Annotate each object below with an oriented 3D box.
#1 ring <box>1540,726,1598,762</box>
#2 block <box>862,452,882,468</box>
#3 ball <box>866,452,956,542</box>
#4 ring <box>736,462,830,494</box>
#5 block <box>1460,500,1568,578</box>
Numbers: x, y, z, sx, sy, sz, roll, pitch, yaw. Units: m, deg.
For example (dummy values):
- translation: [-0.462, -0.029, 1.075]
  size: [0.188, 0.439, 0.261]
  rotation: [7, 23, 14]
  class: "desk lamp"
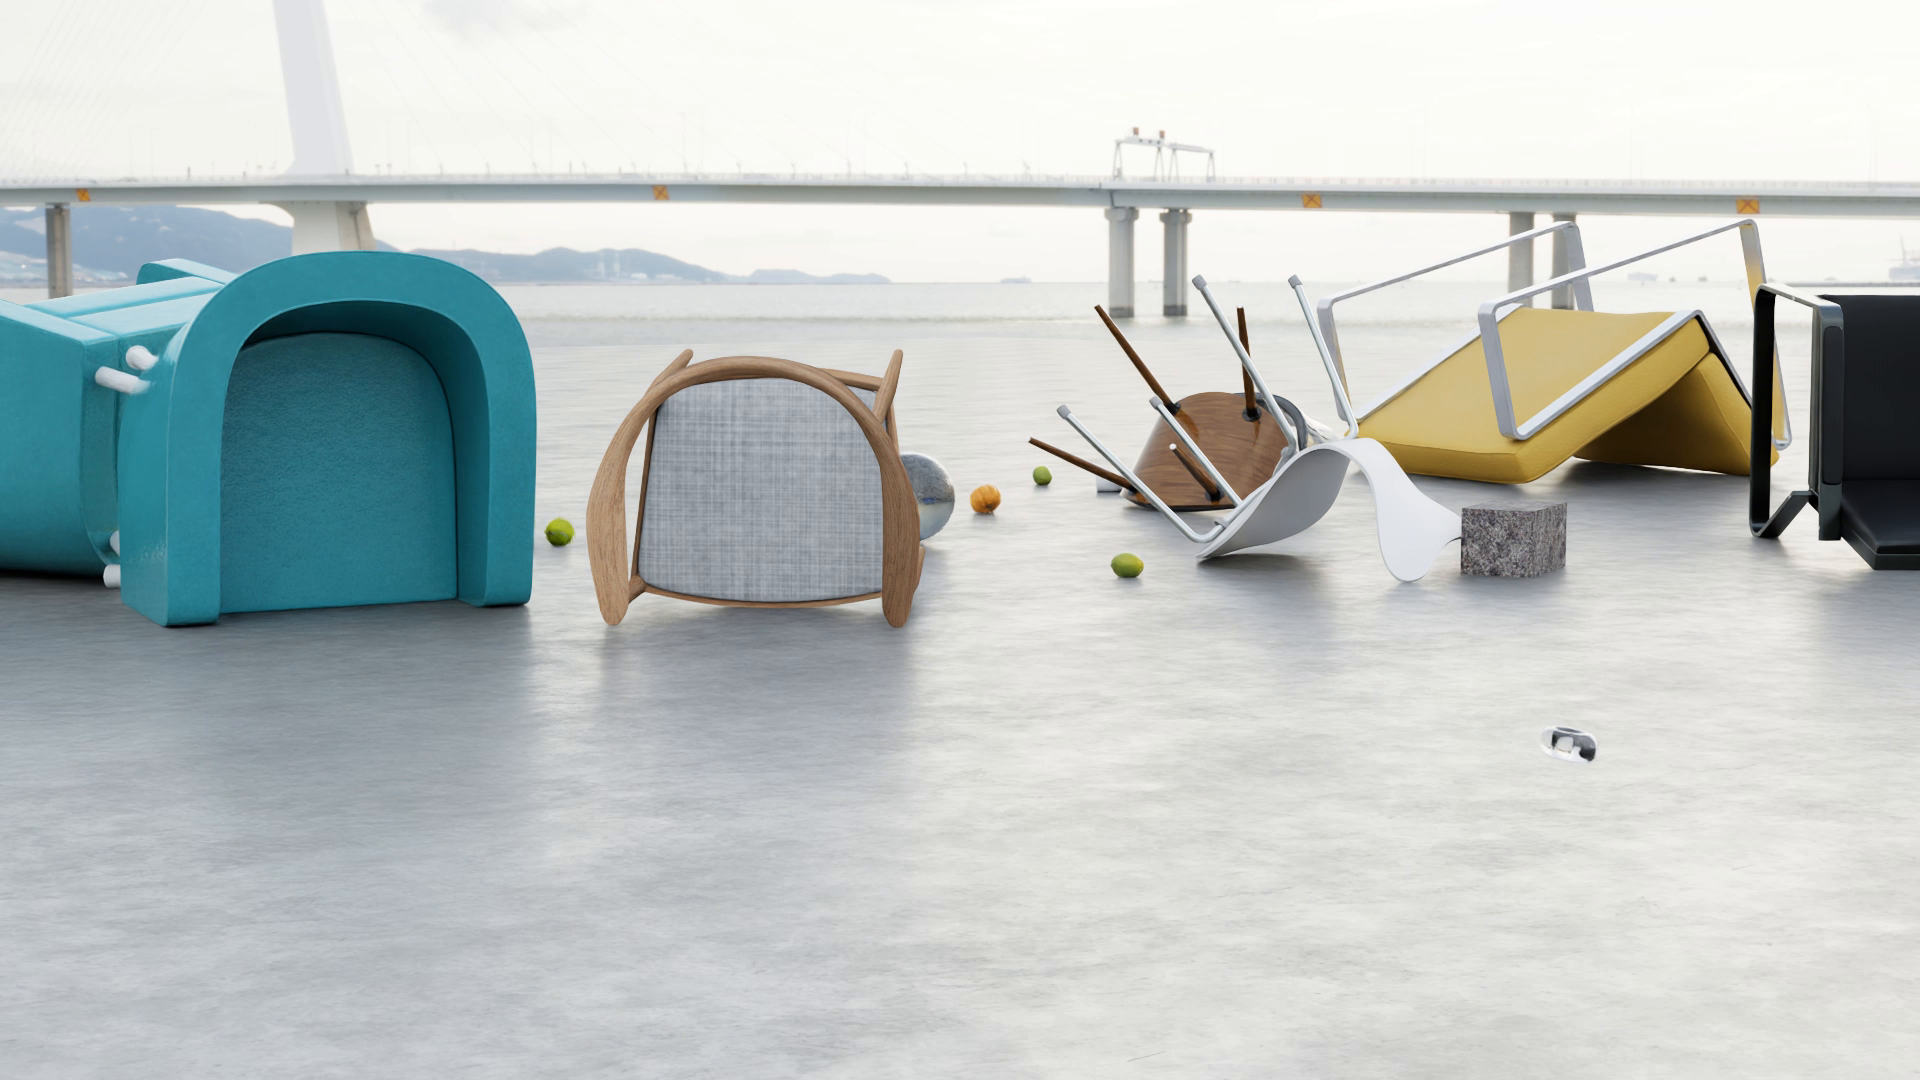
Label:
- translation: [0.834, 0.280, 3.515]
  size: [0.049, 0.039, 0.113]
  rotation: [-1, 5, -23]
  class: "ring"
- translation: [-0.300, -0.272, 8.805]
  size: [0.059, 0.052, 0.043]
  rotation: [1, 6, 10]
  class: "block"
- translation: [-0.123, -0.106, 6.350]
  size: [0.223, 0.223, 0.223]
  rotation: [0, 6, 0]
  class: "ball"
- translation: [-0.539, -0.190, 7.832]
  size: [0.297, 0.090, 0.225]
  rotation: [-1, 7, -21]
  class: "ring"
- translation: [1.243, -0.005, 5.751]
  size: [0.162, 0.146, 0.255]
  rotation: [3, 7, 29]
  class: "block"
